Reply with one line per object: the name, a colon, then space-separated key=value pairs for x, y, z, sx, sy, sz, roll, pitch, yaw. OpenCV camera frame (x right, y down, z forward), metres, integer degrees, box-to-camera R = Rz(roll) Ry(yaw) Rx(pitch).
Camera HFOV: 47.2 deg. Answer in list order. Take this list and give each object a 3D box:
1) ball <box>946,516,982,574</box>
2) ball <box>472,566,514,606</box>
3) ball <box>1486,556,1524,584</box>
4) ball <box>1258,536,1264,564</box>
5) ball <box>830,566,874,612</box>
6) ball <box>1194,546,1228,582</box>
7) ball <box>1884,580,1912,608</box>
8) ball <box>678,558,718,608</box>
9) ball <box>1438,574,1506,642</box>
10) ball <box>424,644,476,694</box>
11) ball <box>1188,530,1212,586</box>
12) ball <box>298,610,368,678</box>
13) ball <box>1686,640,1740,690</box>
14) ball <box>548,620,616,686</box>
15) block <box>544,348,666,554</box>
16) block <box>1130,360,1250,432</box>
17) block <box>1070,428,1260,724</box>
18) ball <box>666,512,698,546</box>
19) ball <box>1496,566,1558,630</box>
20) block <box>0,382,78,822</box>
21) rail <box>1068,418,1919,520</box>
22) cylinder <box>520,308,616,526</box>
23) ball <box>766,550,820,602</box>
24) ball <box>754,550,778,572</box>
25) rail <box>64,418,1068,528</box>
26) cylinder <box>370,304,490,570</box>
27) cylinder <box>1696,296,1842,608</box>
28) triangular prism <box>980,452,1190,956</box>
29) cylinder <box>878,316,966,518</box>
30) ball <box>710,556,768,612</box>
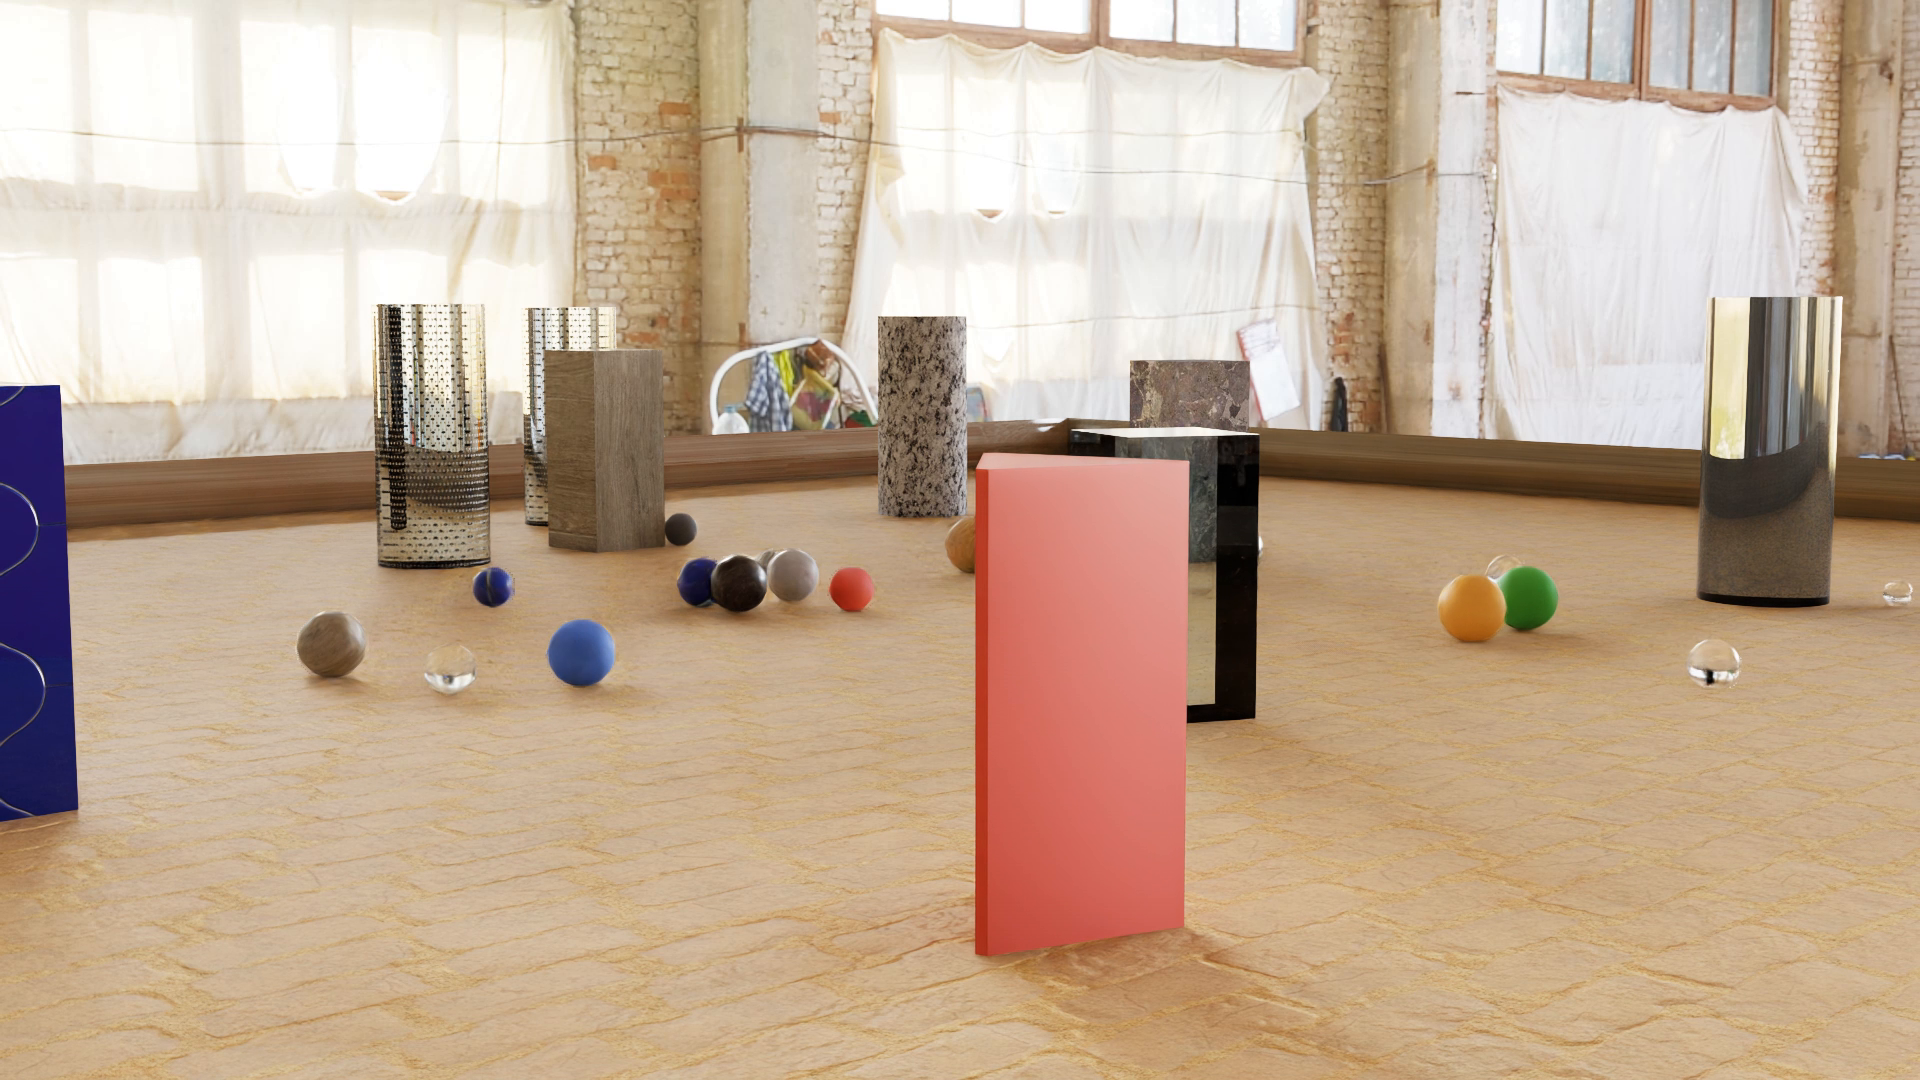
ball: x=0.023 y=0.008 z=3.719 sx=0.096 sy=0.096 sz=0.096 roll=0 pitch=6 yaw=0
ball: x=-0.702 y=0.070 z=3.300 sx=0.061 sy=0.061 sz=0.061 roll=0 pitch=6 yaw=0
ball: x=0.854 y=0.055 z=3.438 sx=0.062 sy=0.062 sz=0.062 roll=0 pitch=6 yaw=0
ball: x=0.465 y=0.017 z=3.682 sx=0.086 sy=0.086 sz=0.086 roll=0 pitch=6 yaw=0
ball: x=-0.160 y=0.072 z=3.253 sx=0.066 sy=0.066 sz=0.066 roll=0 pitch=6 yaw=0
ball: x=0.412 y=0.039 z=3.611 sx=0.058 sy=0.058 sz=0.058 roll=0 pitch=6 yaw=0
ball: x=1.406 y=0.081 z=3.297 sx=0.041 sy=0.041 sz=0.041 roll=0 pitch=6 yaw=0
ball: x=-0.386 y=0.064 z=3.294 sx=0.075 sy=0.075 sz=0.075 roll=0 pitch=6 yaw=0
ball: x=0.689 y=0.091 z=2.960 sx=0.090 sy=0.090 sz=0.090 roll=0 pitch=6 yaw=0
ball: x=-0.590 y=0.149 z=2.547 sx=0.060 sy=0.060 sz=0.060 roll=0 pitch=6 yaw=0
ball: x=0.361 y=0.028 z=3.547 sx=0.092 sy=0.092 sz=0.092 roll=0 pitch=6 yaw=0
ball: x=-0.761 y=0.126 z=2.667 sx=0.081 sy=0.081 sz=0.081 roll=0 pitch=6 yaw=0
ball: x=0.885 y=0.146 z=2.581 sx=0.059 sy=0.059 sz=0.059 roll=0 pitch=6 yaw=0
ball: x=-0.448 y=0.134 z=2.605 sx=0.079 sy=0.079 sz=0.079 roll=0 pitch=6 yaw=0
block: x=-0.665 y=-0.171 z=4.121 sx=0.155 sy=0.369 sz=0.155 roll=-6 pitch=8 yaw=-44
block: x=0.416 y=-0.150 z=4.007 sx=0.155 sy=0.352 sz=0.155 roll=-3 pitch=7 yaw=-29
block: x=0.223 y=0.036 z=2.431 sx=0.155 sy=0.310 sz=0.155 roll=-2 pitch=6 yaw=-20
ball: x=-0.527 y=-0.021 z=4.155 sx=0.063 sy=0.063 sz=0.063 roll=0 pitch=6 yaw=0
ball: x=0.786 y=0.081 z=3.060 sx=0.089 sy=0.089 sz=0.089 roll=0 pitch=6 yaw=0
block: x=-0.897 y=0.052 z=1.946 sx=0.155 sy=0.379 sz=0.155 roll=-6 pitch=8 yaw=-44
rail: x=1.722 y=-0.133 z=4.912 sx=0.045 sy=0.126 sz=4.199 roll=-5 pitch=8 yaw=-42
cylinder: x=-0.813 y=-0.260 z=4.584 sx=0.194 sy=0.449 sz=0.194 roll=0 pitch=6 yaw=0
ball: x=-0.255 y=0.054 z=3.354 sx=0.081 sy=0.081 sz=0.081 roll=0 pitch=6 yaw=0
ball: x=-0.311 y=0.044 z=3.580 sx=0.054 sy=0.054 sz=0.054 roll=0 pitch=6 yaw=0
rail: x=-1.408 y=-0.126 z=4.849 sx=4.734 sy=0.126 sz=0.045 roll=-5 pitch=8 yaw=-42
cylinder: x=-0.925 y=-0.185 z=3.849 sx=0.194 sy=0.454 sz=0.194 roll=0 pitch=6 yaw=0
cylinder: x=1.237 y=-0.139 z=3.367 sx=0.194 sy=0.463 sz=0.194 roll=0 pitch=6 yaw=0
triangular prism: x=0.055 y=0.109 z=1.605 sx=0.168 sy=0.337 sz=0.146 roll=-3 pitch=7 yaw=-27
cylinder: x=-0.082 y=-0.272 z=4.792 sx=0.194 sy=0.430 sz=0.194 roll=0 pitch=6 yaw=0
ball: x=-0.325 y=0.065 z=3.238 sx=0.085 sy=0.085 sz=0.085 roll=0 pitch=6 yaw=0
